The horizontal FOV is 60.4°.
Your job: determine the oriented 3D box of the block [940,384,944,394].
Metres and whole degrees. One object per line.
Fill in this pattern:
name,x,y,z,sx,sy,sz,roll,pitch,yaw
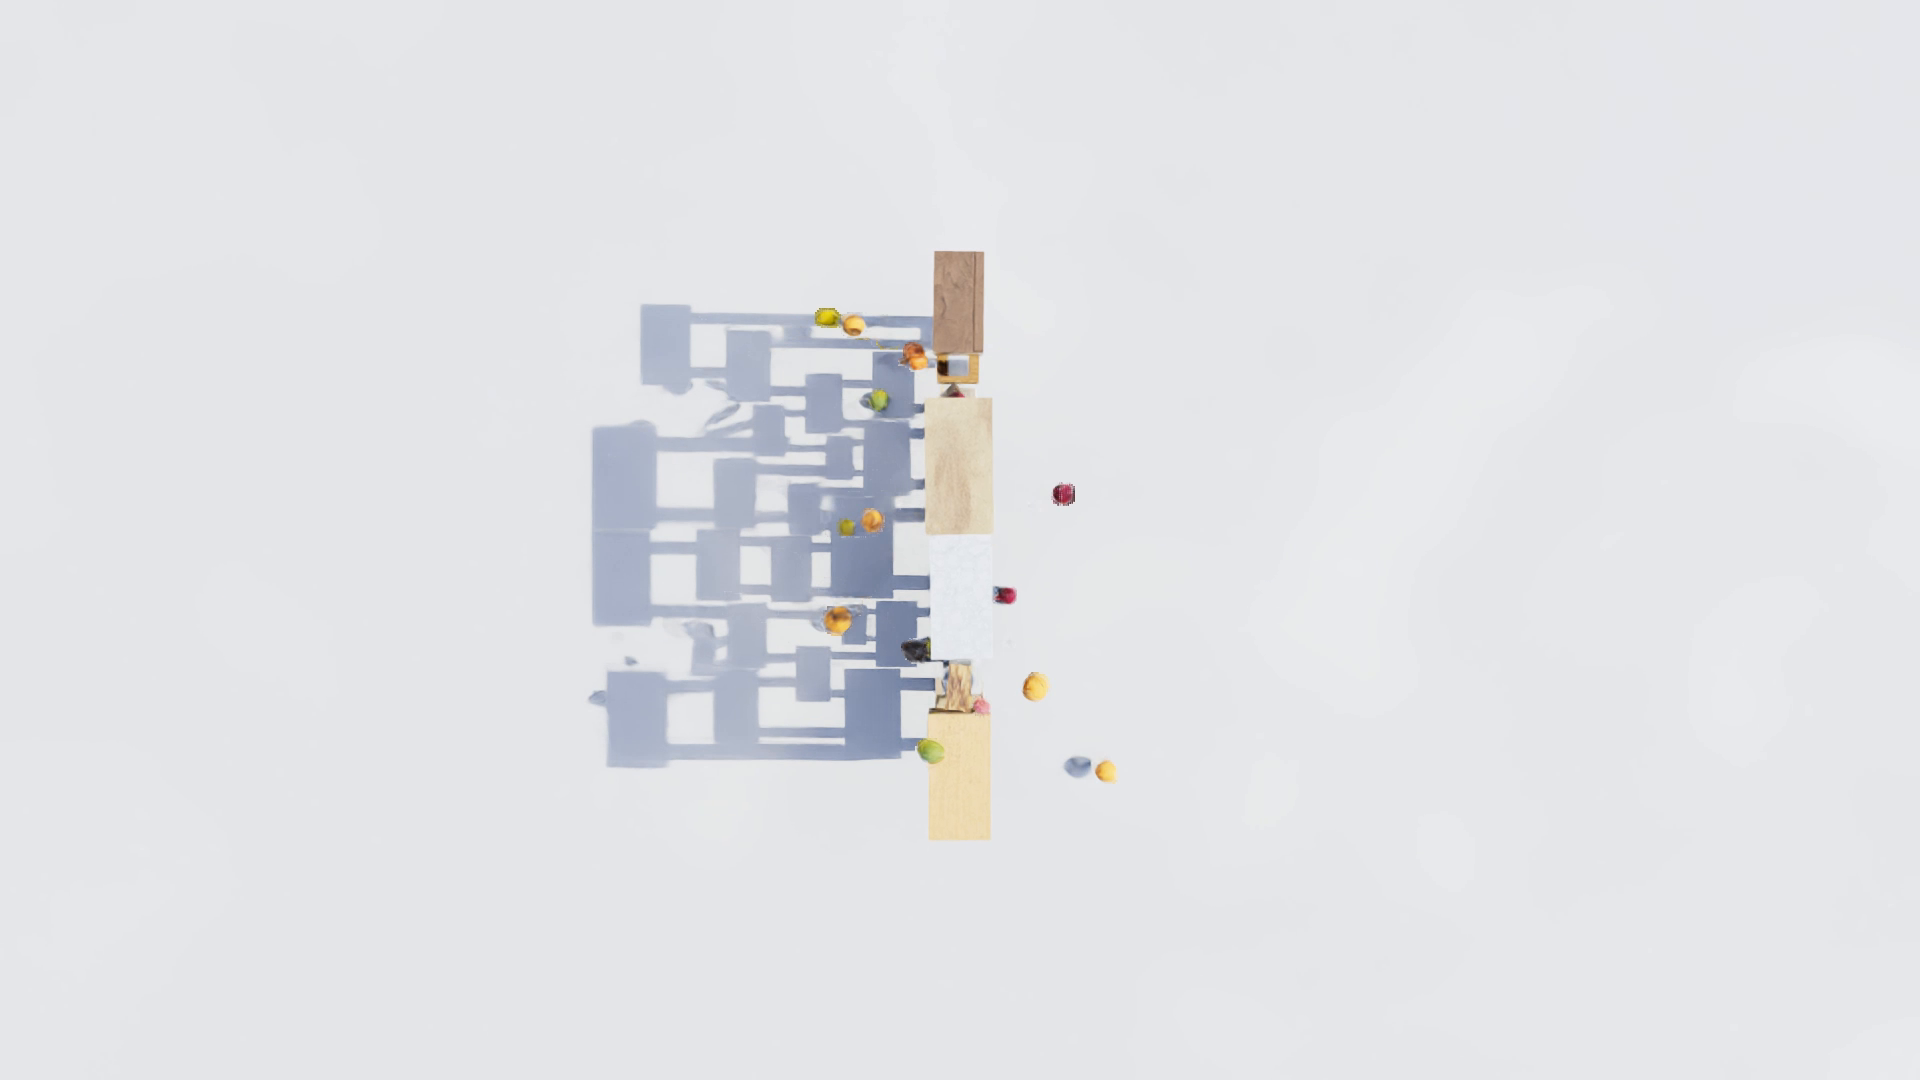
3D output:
block,-0.004,-0.513,5.258,0.113,0.032,0.226,0,90,0

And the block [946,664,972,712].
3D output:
block,-0.003,0.408,4.557,0.063,0.018,0.126,5,89,0

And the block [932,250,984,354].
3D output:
block,-0.003,-0.635,4.417,0.135,0.038,0.271,1,90,0

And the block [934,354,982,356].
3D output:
block,-0.003,-0.544,4.571,0.135,0.271,0.038,1,90,0

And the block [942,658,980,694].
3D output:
block,0.005,0.328,4.709,0.108,0.031,0.217,0,90,0

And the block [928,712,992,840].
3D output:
block,-0.001,0.617,4.309,0.164,0.046,0.328,0,90,0

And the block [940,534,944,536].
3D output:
block,0.002,0.096,4.606,0.120,0.034,0.240,0,90,0

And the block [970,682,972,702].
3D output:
block,0.001,0.427,4.629,0.063,0.126,0.018,1,102,0

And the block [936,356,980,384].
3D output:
block,-0.005,-0.569,4.724,0.120,0.034,0.240,0,90,0

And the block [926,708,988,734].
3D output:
block,-0.005,0.503,4.496,0.164,0.328,0.046,-1,92,0

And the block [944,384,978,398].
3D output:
block,0.001,-0.448,4.995,0.101,0.029,0.202,-1,90,0

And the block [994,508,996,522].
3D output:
block,0.003,-0.071,4.466,0.176,0.352,0.050,-1,91,0

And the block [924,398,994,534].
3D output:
block,-0.002,-0.190,4.265,0.176,0.050,0.352,-1,90,0

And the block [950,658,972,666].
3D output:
block,0.002,0.348,4.630,0.063,0.126,0.018,1,107,0

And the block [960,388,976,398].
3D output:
block,0.000,-0.352,4.793,0.087,0.025,0.175,0,91,0

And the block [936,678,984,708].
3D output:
block,0.000,0.584,5.177,0.151,0.043,0.301,-1,90,0

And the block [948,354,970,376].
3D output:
block,-0.004,-0.493,4.647,0.060,0.120,0.017,0,72,0

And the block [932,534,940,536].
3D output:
block,-0.001,0.032,5.139,0.169,0.048,0.338,0,90,0

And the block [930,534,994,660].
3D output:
block,0.003,0.146,4.247,0.159,0.045,0.319,-1,90,0

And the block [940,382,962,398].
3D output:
block,-0.026,-0.405,4.654,0.060,0.120,0.017,-43,109,9

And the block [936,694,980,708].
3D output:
block,-0.004,0.564,4.678,0.123,0.035,0.246,0,90,0

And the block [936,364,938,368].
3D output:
block,-0.008,-0.488,4.861,0.120,0.240,0.034,0,90,0
